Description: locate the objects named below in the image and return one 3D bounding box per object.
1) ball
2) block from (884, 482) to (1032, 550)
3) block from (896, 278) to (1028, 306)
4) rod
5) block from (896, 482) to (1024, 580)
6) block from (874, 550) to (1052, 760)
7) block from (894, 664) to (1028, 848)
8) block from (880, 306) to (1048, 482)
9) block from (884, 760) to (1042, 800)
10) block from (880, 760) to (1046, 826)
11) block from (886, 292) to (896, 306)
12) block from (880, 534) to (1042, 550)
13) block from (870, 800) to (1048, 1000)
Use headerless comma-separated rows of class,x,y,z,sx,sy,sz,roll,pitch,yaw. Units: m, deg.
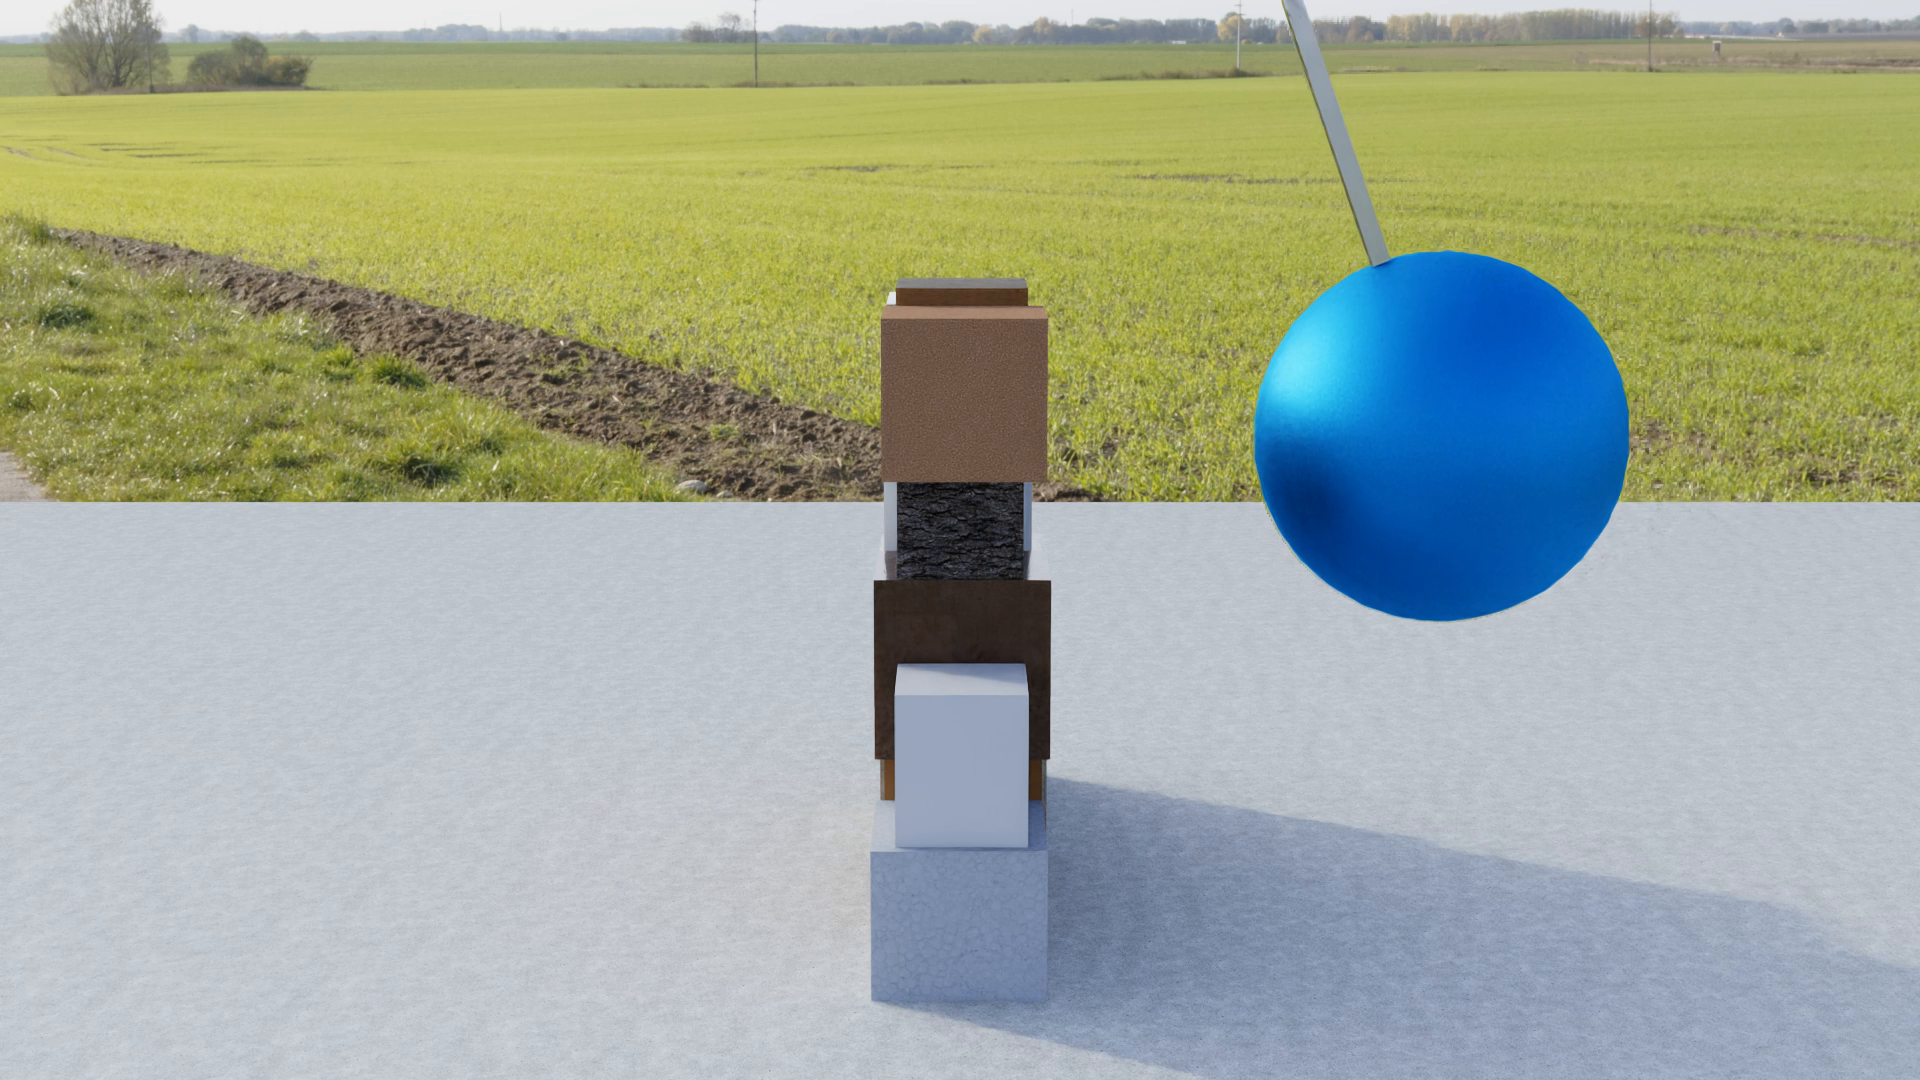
ball,2.074,-0.447,11.099,1.600,1.600,1.600,0,10,0
block,-0.009,-0.300,11.885,0.669,0.622,0.571,0,10,0
block,0.007,-0.776,10.771,0.539,0.605,0.551,0,10,0
rod,0.899,-3.585,10.528,0.080,5.200,0.080,-20,10,4
block,0.001,-0.085,10.361,0.500,0.403,0.481,0,10,0
block,0.010,0.462,10.527,0.704,0.733,0.635,0,10,0
block,0.006,0.832,9.994,0.507,0.597,0.527,0,10,0
block,0.017,-0.590,10.226,0.646,0.639,0.563,0,10,0
block,0.013,1.187,10.812,0.638,0.795,0.703,0,10,0
block,0.016,1.031,12.066,0.761,0.654,0.659,0,10,0
block,-0.012,-0.795,11.339,0.610,0.550,0.565,0,11,0
block,0.004,0.392,11.786,0.743,0.704,0.808,0,10,0
block,-0.004,1.413,10.131,0.674,0.596,0.698,0,10,0
